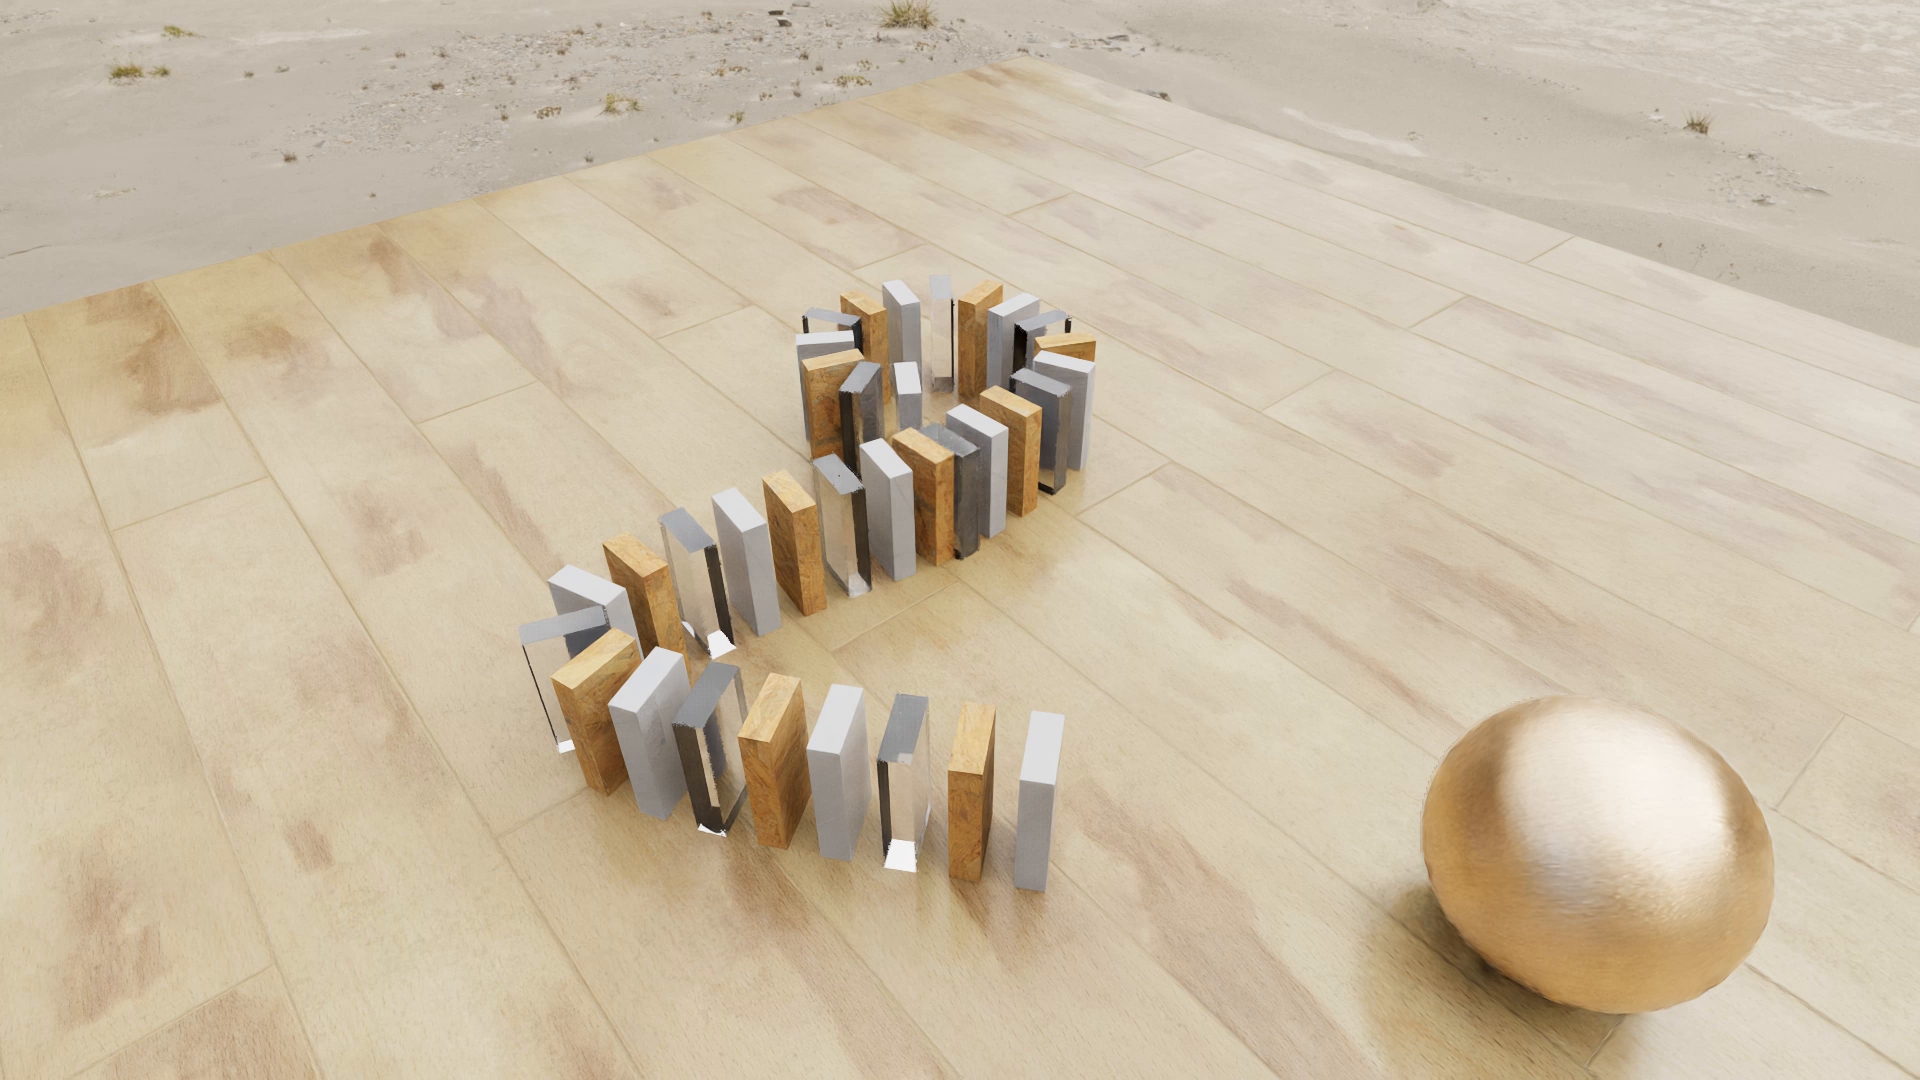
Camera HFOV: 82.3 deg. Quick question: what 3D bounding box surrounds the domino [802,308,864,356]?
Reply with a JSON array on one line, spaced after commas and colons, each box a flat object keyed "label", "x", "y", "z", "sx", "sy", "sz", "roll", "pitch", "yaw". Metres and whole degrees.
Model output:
[{"label": "domino", "x": -0.058, "y": -0.081, "z": 0.511, "sx": 0.025, "sy": 0.050, "sz": 0.010, "roll": 15, "pitch": 42, "yaw": 17}]

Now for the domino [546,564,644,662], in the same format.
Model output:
[{"label": "domino", "x": -0.121, "y": 0.034, "z": 0.370, "sx": 0.025, "sy": 0.050, "sz": 0.009, "roll": 19, "pitch": 43, "yaw": 22}]

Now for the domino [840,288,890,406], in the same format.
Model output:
[{"label": "domino", "x": -0.045, "y": -0.090, "z": 0.522, "sx": 0.009, "sy": 0.050, "sz": 0.025, "roll": -25, "pitch": 45, "yaw": -27}]

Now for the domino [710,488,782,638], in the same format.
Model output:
[{"label": "domino", "x": -0.078, "y": 0.009, "z": 0.401, "sx": 0.009, "sy": 0.050, "sz": 0.025, "roll": -24, "pitch": 45, "yaw": -26}]

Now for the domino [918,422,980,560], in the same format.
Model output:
[{"label": "domino", "x": -0.005, "y": -0.019, "z": 0.434, "sx": 0.010, "sy": 0.050, "sz": 0.025, "roll": -30, "pitch": 48, "yaw": -33}]

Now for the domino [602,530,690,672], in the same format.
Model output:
[{"label": "domino", "x": -0.108, "y": 0.024, "z": 0.382, "sx": 0.025, "sy": 0.050, "sz": 0.009, "roll": 32, "pitch": 49, "yaw": 33}]

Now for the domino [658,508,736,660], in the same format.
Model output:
[{"label": "domino", "x": -0.094, "y": 0.016, "z": 0.392, "sx": 0.010, "sy": 0.050, "sz": 0.025, "roll": -26, "pitch": 46, "yaw": -28}]

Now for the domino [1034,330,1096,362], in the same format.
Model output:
[{"label": "domino", "x": 0.046, "y": -0.068, "z": 0.495, "sx": 0.025, "sy": 0.050, "sz": 0.010, "roll": -10, "pitch": 40, "yaw": -12}]

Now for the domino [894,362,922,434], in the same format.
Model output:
[{"label": "domino", "x": -0.022, "y": -0.048, "z": 0.470, "sx": 0.010, "sy": 0.050, "sz": 0.025, "roll": -4, "pitch": 40, "yaw": -5}]

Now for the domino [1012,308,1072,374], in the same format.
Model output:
[{"label": "domino", "x": 0.037, "y": -0.079, "z": 0.508, "sx": 0.025, "sy": 0.050, "sz": 0.009, "roll": -23, "pitch": 45, "yaw": -26}]

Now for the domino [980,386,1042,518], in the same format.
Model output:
[{"label": "domino", "x": 0.020, "y": -0.036, "z": 0.456, "sx": 0.025, "sy": 0.050, "sz": 0.009, "roll": 31, "pitch": 48, "yaw": 32}]

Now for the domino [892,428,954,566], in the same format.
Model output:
[{"label": "domino", "x": -0.014, "y": -0.016, "z": 0.431, "sx": 0.009, "sy": 0.050, "sz": 0.025, "roll": -30, "pitch": 48, "yaw": -32}]

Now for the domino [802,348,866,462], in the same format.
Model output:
[{"label": "domino", "x": -0.054, "y": -0.057, "z": 0.481, "sx": 0.025, "sy": 0.050, "sz": 0.010, "roll": -15, "pitch": 42, "yaw": -18}]

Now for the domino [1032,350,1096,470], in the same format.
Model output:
[{"label": "domino", "x": 0.044, "y": -0.056, "z": 0.480, "sx": 0.025, "sy": 0.050, "sz": 0.009, "roll": 17, "pitch": 42, "yaw": 19}]

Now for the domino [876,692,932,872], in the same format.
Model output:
[{"label": "domino", "x": -0.016, "y": 0.072, "z": 0.324, "sx": 0.009, "sy": 0.050, "sz": 0.025, "roll": 6, "pitch": 40, "yaw": 8}]

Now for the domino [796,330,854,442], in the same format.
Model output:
[{"label": "domino", "x": -0.059, "y": -0.069, "z": 0.496, "sx": 0.025, "sy": 0.050, "sz": 0.009, "roll": -5, "pitch": 40, "yaw": -7}]

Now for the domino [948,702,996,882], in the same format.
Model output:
[{"label": "domino", "x": 0.003, "y": 0.074, "z": 0.321, "sx": 0.009, "sy": 0.050, "sz": 0.025, "roll": 6, "pitch": 40, "yaw": 7}]

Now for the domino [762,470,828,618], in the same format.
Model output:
[{"label": "domino", "x": -0.061, "y": 0.002, "z": 0.410, "sx": 0.010, "sy": 0.050, "sz": 0.025, "roll": -22, "pitch": 44, "yaw": -25}]

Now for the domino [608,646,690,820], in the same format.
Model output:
[{"label": "domino", "x": -0.092, "y": 0.060, "z": 0.338, "sx": 0.009, "sy": 0.050, "sz": 0.025, "roll": 13, "pitch": 41, "yaw": 16}]

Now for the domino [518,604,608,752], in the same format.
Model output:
[{"label": "domino", "x": -0.123, "y": 0.046, "z": 0.356, "sx": 0.025, "sy": 0.050, "sz": 0.010, "roll": -15, "pitch": 42, "yaw": -17}]

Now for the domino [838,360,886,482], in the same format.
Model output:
[{"label": "domino", "x": -0.041, "y": -0.048, "z": 0.470, "sx": 0.009, "sy": 0.050, "sz": 0.025, "roll": 11, "pitch": 41, "yaw": 13}]

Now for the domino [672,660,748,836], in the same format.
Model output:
[{"label": "domino", "x": -0.073, "y": 0.064, "z": 0.334, "sx": 0.010, "sy": 0.050, "sz": 0.025, "roll": 10, "pitch": 40, "yaw": 12}]

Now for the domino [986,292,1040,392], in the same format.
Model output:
[{"label": "domino", "x": 0.025, "y": -0.089, "z": 0.520, "sx": 0.025, "sy": 0.050, "sz": 0.009, "roll": -32, "pitch": 49, "yaw": -33}]

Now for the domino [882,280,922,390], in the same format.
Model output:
[{"label": "domino", "x": -0.028, "y": -0.097, "z": 0.529, "sx": 0.010, "sy": 0.050, "sz": 0.025, "roll": -16, "pitch": 42, "yaw": -18}]

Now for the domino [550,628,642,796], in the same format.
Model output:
[{"label": "domino", "x": -0.110, "y": 0.054, "z": 0.345, "sx": 0.010, "sy": 0.050, "sz": 0.025, "roll": 22, "pitch": 44, "yaw": 25}]

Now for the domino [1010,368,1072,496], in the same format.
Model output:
[{"label": "domino", "x": 0.033, "y": -0.046, "z": 0.467, "sx": 0.025, "sy": 0.050, "sz": 0.009, "roll": 27, "pitch": 46, "yaw": 29}]

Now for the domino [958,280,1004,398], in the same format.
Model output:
[{"label": "domino", "x": 0.010, "y": -0.097, "z": 0.530, "sx": 0.009, "sy": 0.050, "sz": 0.025, "roll": 22, "pitch": 44, "yaw": 24}]

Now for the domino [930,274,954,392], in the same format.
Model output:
[{"label": "domino", "x": -0.009, "y": -0.100, "z": 0.533, "sx": 0.010, "sy": 0.050, "sz": 0.025, "roll": -3, "pitch": 39, "yaw": -4}]

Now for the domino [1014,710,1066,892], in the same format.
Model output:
[{"label": "domino", "x": 0.023, "y": 0.076, "z": 0.319, "sx": 0.010, "sy": 0.050, "sz": 0.025, "roll": 7, "pitch": 40, "yaw": 8}]

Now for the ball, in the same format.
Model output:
[{"label": "ball", "x": 0.165, "y": 0.081, "z": 0.289, "sx": 0.080, "sy": 0.080, "sz": 0.080, "roll": 0, "pitch": 39, "yaw": 0}]

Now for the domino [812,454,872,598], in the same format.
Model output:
[{"label": "domino", "x": -0.045, "y": -0.005, "z": 0.418, "sx": 0.010, "sy": 0.050, "sz": 0.025, "roll": -21, "pitch": 44, "yaw": -23}]

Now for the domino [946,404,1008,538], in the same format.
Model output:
[{"label": "domino", "x": 0.007, "y": -0.027, "z": 0.445, "sx": 0.025, "sy": 0.050, "sz": 0.010, "roll": 32, "pitch": 49, "yaw": 33}]

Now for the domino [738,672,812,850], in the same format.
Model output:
[{"label": "domino", "x": -0.054, "y": 0.067, "z": 0.330, "sx": 0.009, "sy": 0.050, "sz": 0.025, "roll": 9, "pitch": 40, "yaw": 11}]

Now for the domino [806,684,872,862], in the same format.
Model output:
[{"label": "domino", "x": -0.035, "y": 0.070, "z": 0.327, "sx": 0.010, "sy": 0.050, "sz": 0.025, "roll": 7, "pitch": 40, "yaw": 9}]

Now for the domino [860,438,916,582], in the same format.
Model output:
[{"label": "domino", "x": -0.028, "y": -0.011, "z": 0.425, "sx": 0.009, "sy": 0.050, "sz": 0.025, "roll": -20, "pitch": 44, "yaw": -23}]
